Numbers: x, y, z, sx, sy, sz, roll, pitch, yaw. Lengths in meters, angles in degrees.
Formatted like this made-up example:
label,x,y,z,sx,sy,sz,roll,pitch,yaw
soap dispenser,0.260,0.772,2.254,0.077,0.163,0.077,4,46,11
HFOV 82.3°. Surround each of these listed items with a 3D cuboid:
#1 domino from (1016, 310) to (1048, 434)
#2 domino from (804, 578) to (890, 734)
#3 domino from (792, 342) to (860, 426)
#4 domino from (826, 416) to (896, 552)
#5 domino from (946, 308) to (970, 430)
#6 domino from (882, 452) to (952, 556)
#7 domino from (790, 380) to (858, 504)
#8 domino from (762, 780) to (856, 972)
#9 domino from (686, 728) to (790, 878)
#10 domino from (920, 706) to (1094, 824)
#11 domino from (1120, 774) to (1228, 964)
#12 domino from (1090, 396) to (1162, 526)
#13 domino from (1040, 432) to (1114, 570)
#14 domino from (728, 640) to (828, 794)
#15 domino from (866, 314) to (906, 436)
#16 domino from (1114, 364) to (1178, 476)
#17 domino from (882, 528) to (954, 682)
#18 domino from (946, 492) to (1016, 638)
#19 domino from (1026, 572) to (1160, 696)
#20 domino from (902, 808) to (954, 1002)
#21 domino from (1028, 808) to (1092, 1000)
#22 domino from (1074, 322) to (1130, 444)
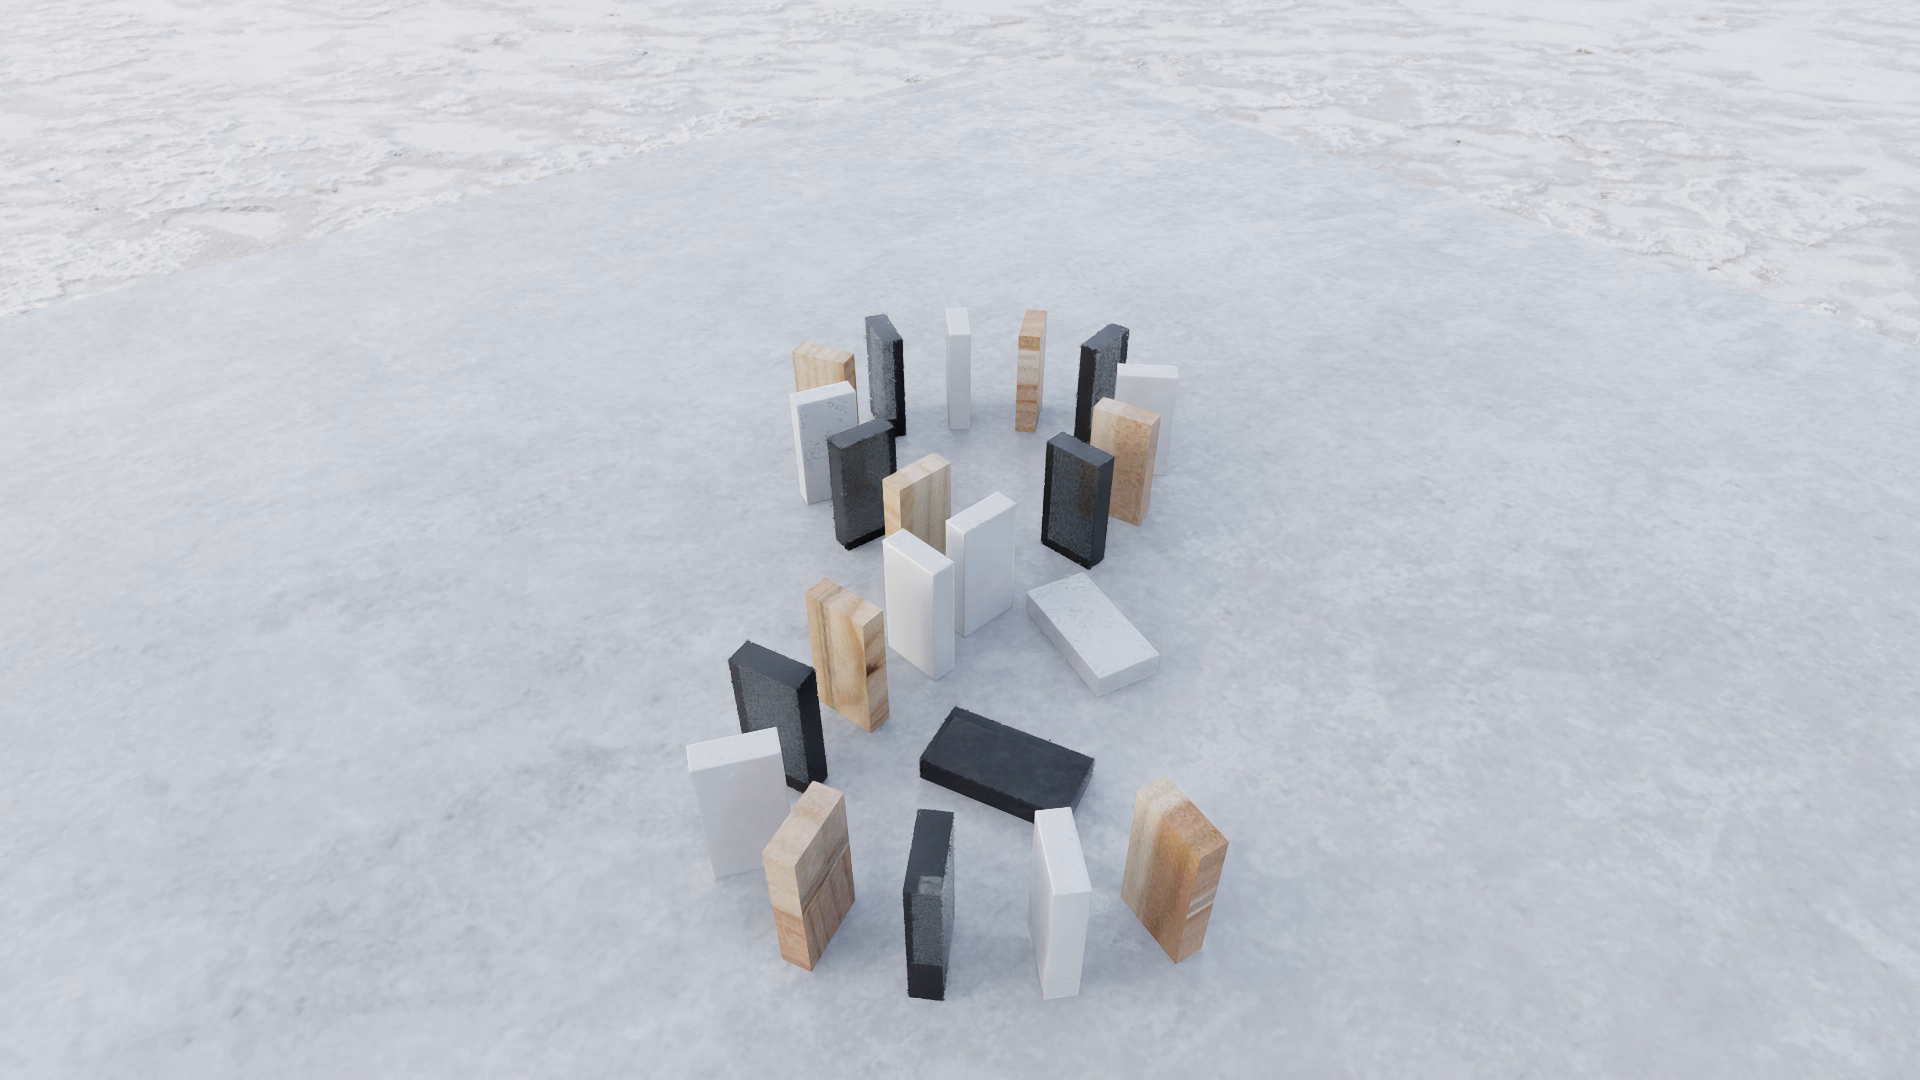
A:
label,x,y,z,sx,sy,sz,roll,pitch,yaw
domino,0.033,-0.077,0.506,0.009,0.050,0.025,7,40,8
domino,-0.037,0.039,0.364,0.025,0.050,0.009,27,46,29
domino,-0.058,-0.061,0.486,0.025,0.050,0.009,16,42,18
domino,-0.038,-0.022,0.438,0.025,0.050,0.009,-26,46,-28
domino,-0.001,-0.079,0.508,0.009,0.050,0.025,-3,39,-3
domino,-0.016,-0.006,0.419,0.025,0.050,0.009,-31,48,-32
domino,-0.056,-0.040,0.461,0.025,0.050,0.010,-16,42,-19
domino,-0.040,0.092,0.299,0.009,0.050,0.025,16,42,19
domino,-0.062,0.077,0.318,0.025,0.050,0.009,-10,40,-12
domino,0.015,0.073,0.354,0.050,0.010,0.025,18,42,20
domino,0.058,0.091,0.301,0.010,0.050,0.025,-21,44,-24
domino,0.066,-0.032,0.450,0.025,0.050,0.009,21,44,24
domino,0.045,-0.015,0.430,0.025,0.050,0.009,31,48,32
domino,-0.056,0.056,0.343,0.025,0.050,0.009,19,43,22
domino,-0.034,-0.075,0.502,0.009,0.050,0.025,-14,41,-16
domino,0.078,-0.051,0.474,0.025,0.050,0.009,3,39,4
domino,-0.014,0.023,0.383,0.009,0.050,0.025,-32,49,-33
domino,0.007,0.010,0.400,0.025,0.050,0.009,-30,48,-31
domino,0.048,0.033,0.403,0.025,0.009,0.050,-18,43,-21
domino,-0.008,0.098,0.292,0.010,0.050,0.025,4,40,5
domino,0.026,0.097,0.293,0.009,0.050,0.025,-5,40,-6
domino,0.064,-0.070,0.496,0.009,0.050,0.025,26,46,28
